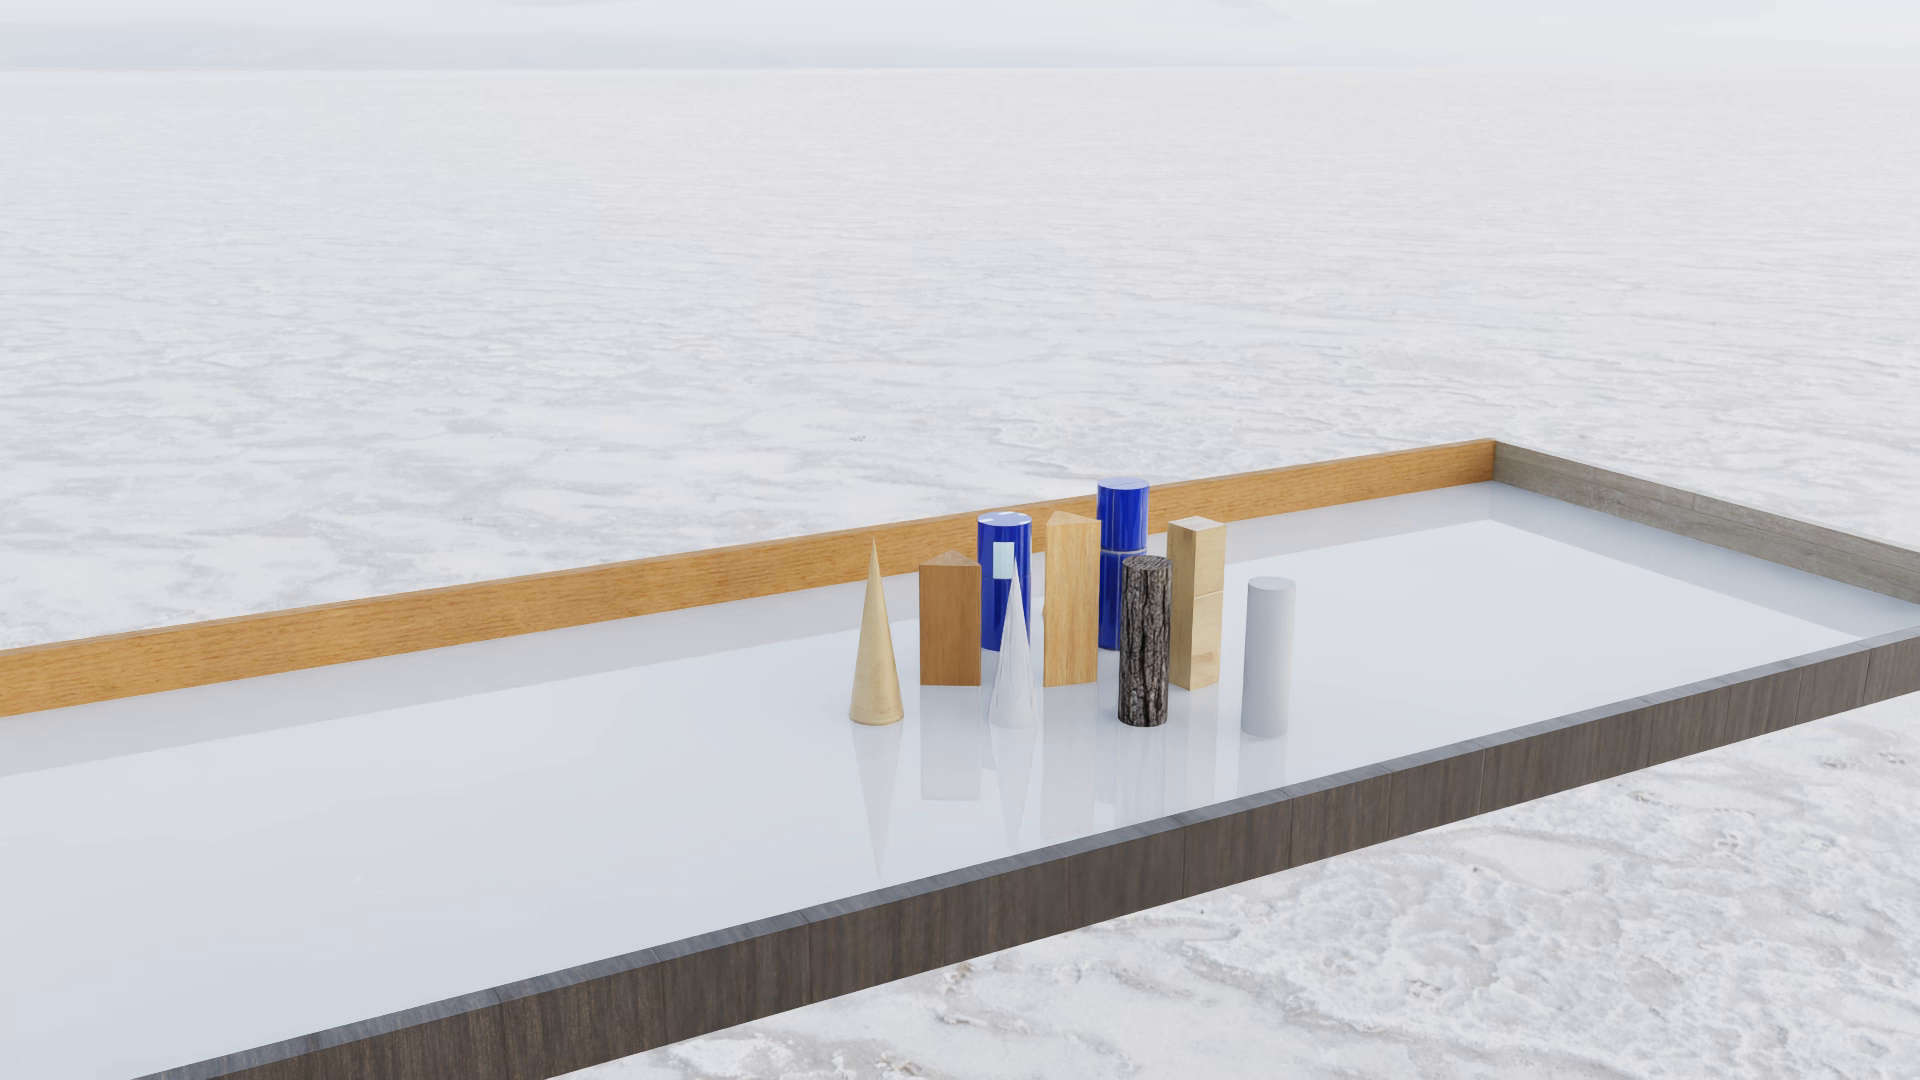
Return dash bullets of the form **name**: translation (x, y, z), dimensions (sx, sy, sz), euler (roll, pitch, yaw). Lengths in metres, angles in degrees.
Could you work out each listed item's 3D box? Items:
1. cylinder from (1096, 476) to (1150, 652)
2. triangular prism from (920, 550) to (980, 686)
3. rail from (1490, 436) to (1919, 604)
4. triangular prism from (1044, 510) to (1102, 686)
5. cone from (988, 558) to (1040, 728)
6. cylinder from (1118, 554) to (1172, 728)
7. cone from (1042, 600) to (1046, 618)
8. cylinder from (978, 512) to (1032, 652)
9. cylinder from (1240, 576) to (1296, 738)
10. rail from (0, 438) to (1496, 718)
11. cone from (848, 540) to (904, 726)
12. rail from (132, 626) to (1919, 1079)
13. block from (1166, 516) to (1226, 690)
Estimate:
- **cylinder**: translation (0.425, 0.063, 4.355), dimensions (0.136, 0.442, 0.136), euler (0, 16, 0)
- **triangular prism**: translation (-0.021, 0.194, 4.139), dimensions (0.151, 0.314, 0.131), euler (1, 16, 3)
- **rail**: translation (2.466, -0.048, 5.253), dimensions (0.050, 0.150, 2.100), euler (-9, 18, -27)
- **triangular prism**: translation (0.259, 0.143, 4.125), dimensions (0.142, 0.418, 0.123), euler (-5, 17, -16)
- **cone**: translation (0.128, 0.230, 3.857), dimensions (0.121, 0.403, 0.121), euler (0, 16, 0)
- **cylinder**: translation (0.434, 0.237, 3.863), dimensions (0.117, 0.386, 0.117), euler (0, 16, 0)
- **cone**: translation (0.297, 0.065, 4.597), dimensions (0.136, 0.302, 0.136), euler (0, 16, 0)
- **cylinder**: translation (0.117, 0.109, 4.373), dimensions (0.143, 0.344, 0.143), euler (0, 16, 0)
- **cylinder**: translation (0.710, 0.269, 3.805), dimensions (0.108, 0.357, 0.108), euler (0, 16, 0)
- **rail**: translation (-3.305, 0.497, 3.399), dimensions (12.000, 0.150, 0.050), euler (-9, 18, -27)
- **cone**: translation (-0.199, 0.203, 3.870), dimensions (0.133, 0.447, 0.133), euler (0, 16, 0)
- **rail**: translation (-2.336, 1.006, 1.665), dimensions (12.000, 0.150, 0.050), euler (-9, 18, -27)
- **block**: translation (0.580, 0.157, 4.092), dimensions (0.101, 0.412, 0.101), euler (-12, 20, -35)
